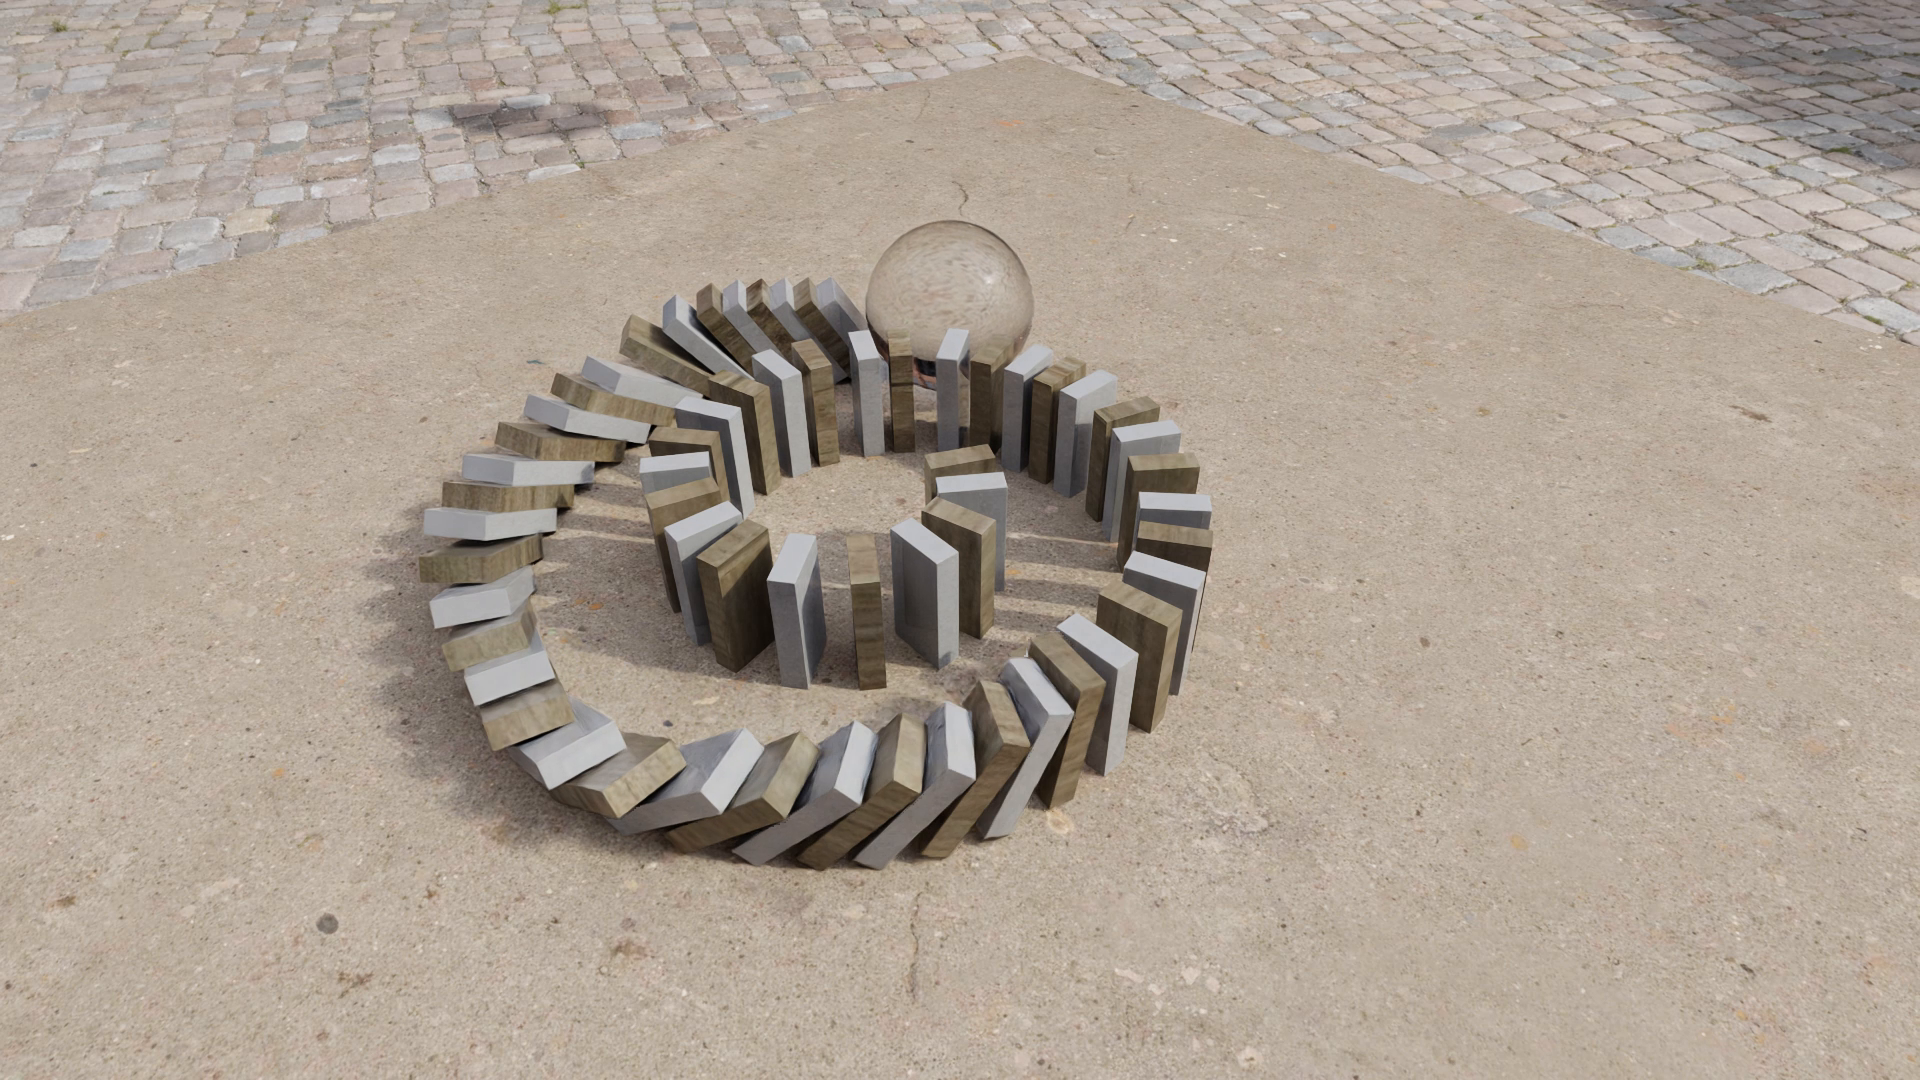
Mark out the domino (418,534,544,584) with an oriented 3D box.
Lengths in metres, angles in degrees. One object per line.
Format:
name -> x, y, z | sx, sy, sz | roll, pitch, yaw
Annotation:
domino -> -0.180, 0.006, 0.417 | 0.025, 0.010, 0.050 | 0, 10, 1

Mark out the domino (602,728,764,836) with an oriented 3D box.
domino -> -0.084, 0.073, 0.332 | 0.050, 0.009, 0.025 | -21, 25, 37

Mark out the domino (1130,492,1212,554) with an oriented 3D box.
domino -> 0.076, 0.006, 0.405 | 0.025, 0.050, 0.010 | 2, 39, 3

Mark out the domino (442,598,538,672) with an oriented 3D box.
domino -> -0.163, 0.032, 0.384 | 0.025, 0.009, 0.050 | -18, 11, -16

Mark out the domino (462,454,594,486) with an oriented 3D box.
domino -> -0.178, -0.029, 0.457 | 0.025, 0.010, 0.050 | 9, 7, 17

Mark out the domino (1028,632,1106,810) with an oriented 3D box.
domino -> 0.029, 0.057, 0.342 | 0.009, 0.050, 0.025 | -14, 40, -31

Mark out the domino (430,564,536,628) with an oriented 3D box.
domino -> -0.172, 0.020, 0.400 | 0.025, 0.010, 0.050 | -10, 10, -10

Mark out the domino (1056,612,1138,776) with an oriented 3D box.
domino -> 0.042, 0.050, 0.351 | 0.010, 0.050, 0.025 | -31, 48, -32

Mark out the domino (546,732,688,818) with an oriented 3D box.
domino -> -0.107, 0.071, 0.337 | 0.050, 0.009, 0.025 | -6, 25, 49

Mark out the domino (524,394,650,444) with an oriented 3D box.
domino -> -0.164, -0.053, 0.486 | 0.025, 0.010, 0.050 | 20, 7, 24

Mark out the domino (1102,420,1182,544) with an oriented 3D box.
domino -> 0.072, -0.023, 0.439 | 0.025, 0.050, 0.010 | -10, 40, -11

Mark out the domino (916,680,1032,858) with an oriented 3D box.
domino -> 0.001, 0.069, 0.329 | 0.010, 0.050, 0.025 | 16, 31, -29

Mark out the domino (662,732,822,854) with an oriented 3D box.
domino -> -0.065, 0.075, 0.327 | 0.050, 0.009, 0.025 | -27, 23, 37

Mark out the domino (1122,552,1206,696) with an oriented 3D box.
domino -> 0.067, 0.029, 0.376 | 0.025, 0.050, 0.009 | 17, 42, 20

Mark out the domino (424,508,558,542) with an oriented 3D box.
domino -> -0.183, -0.008, 0.431 | 0.025, 0.009, 0.050 | 6, 6, 9

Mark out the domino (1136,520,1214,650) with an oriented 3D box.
domino -> 0.073, 0.017, 0.390 | 0.025, 0.050, 0.009 | 8, 40, 10

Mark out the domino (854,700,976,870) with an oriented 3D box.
domino -> -0.014, 0.073, 0.325 | 0.009, 0.050, 0.025 | 27, 33, -23

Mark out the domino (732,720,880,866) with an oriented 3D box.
domino -> -0.046, 0.075, 0.325 | 0.009, 0.050, 0.025 | 40, 35, -20

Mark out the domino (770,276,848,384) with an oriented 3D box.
domino -> -0.074, -0.102, 0.538 | 0.009, 0.050, 0.025 | -30, 38, 13

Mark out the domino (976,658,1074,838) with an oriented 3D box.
domino -> 0.015, 0.063, 0.334 | 0.010, 0.050, 0.025 | 4, 33, -35

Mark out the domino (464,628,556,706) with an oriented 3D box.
domino -> -0.153, 0.042, 0.371 | 0.025, 0.009, 0.050 | -20, 12, -21

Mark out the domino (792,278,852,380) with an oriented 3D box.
domino -> -0.062, -0.102, 0.538 | 0.009, 0.050, 0.025 | -30, 38, 13

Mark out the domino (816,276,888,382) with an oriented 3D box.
domino -> -0.051, -0.103, 0.539 | 0.010, 0.050, 0.025 | -30, 38, 13

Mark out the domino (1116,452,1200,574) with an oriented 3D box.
domino -> 0.076, -0.010, 0.423 | 0.025, 0.050, 0.009 | -4, 39, -4

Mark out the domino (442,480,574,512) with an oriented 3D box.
domino -> -0.181, -0.018, 0.444 | 0.025, 0.009, 0.050 | 6, 6, 12

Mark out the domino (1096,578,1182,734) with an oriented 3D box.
domino -> 0.057, 0.039, 0.364 | 0.025, 0.050, 0.010 | 26, 46, 28

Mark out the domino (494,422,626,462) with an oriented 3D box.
domino -> -0.171, -0.042, 0.475 | 0.025, 0.009, 0.050 | 19, 11, 22

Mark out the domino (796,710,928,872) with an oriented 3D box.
domino -> -0.029, 0.074, 0.324 | 0.010, 0.050, 0.025 | 33, 35, -20

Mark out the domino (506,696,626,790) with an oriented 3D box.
domino -> -0.127, 0.063, 0.348 | 0.025, 0.009, 0.050 | -28, 18, -30

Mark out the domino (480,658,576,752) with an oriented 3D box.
domino -> -0.143, 0.053, 0.361 | 0.025, 0.009, 0.050 | -20, 15, -23
